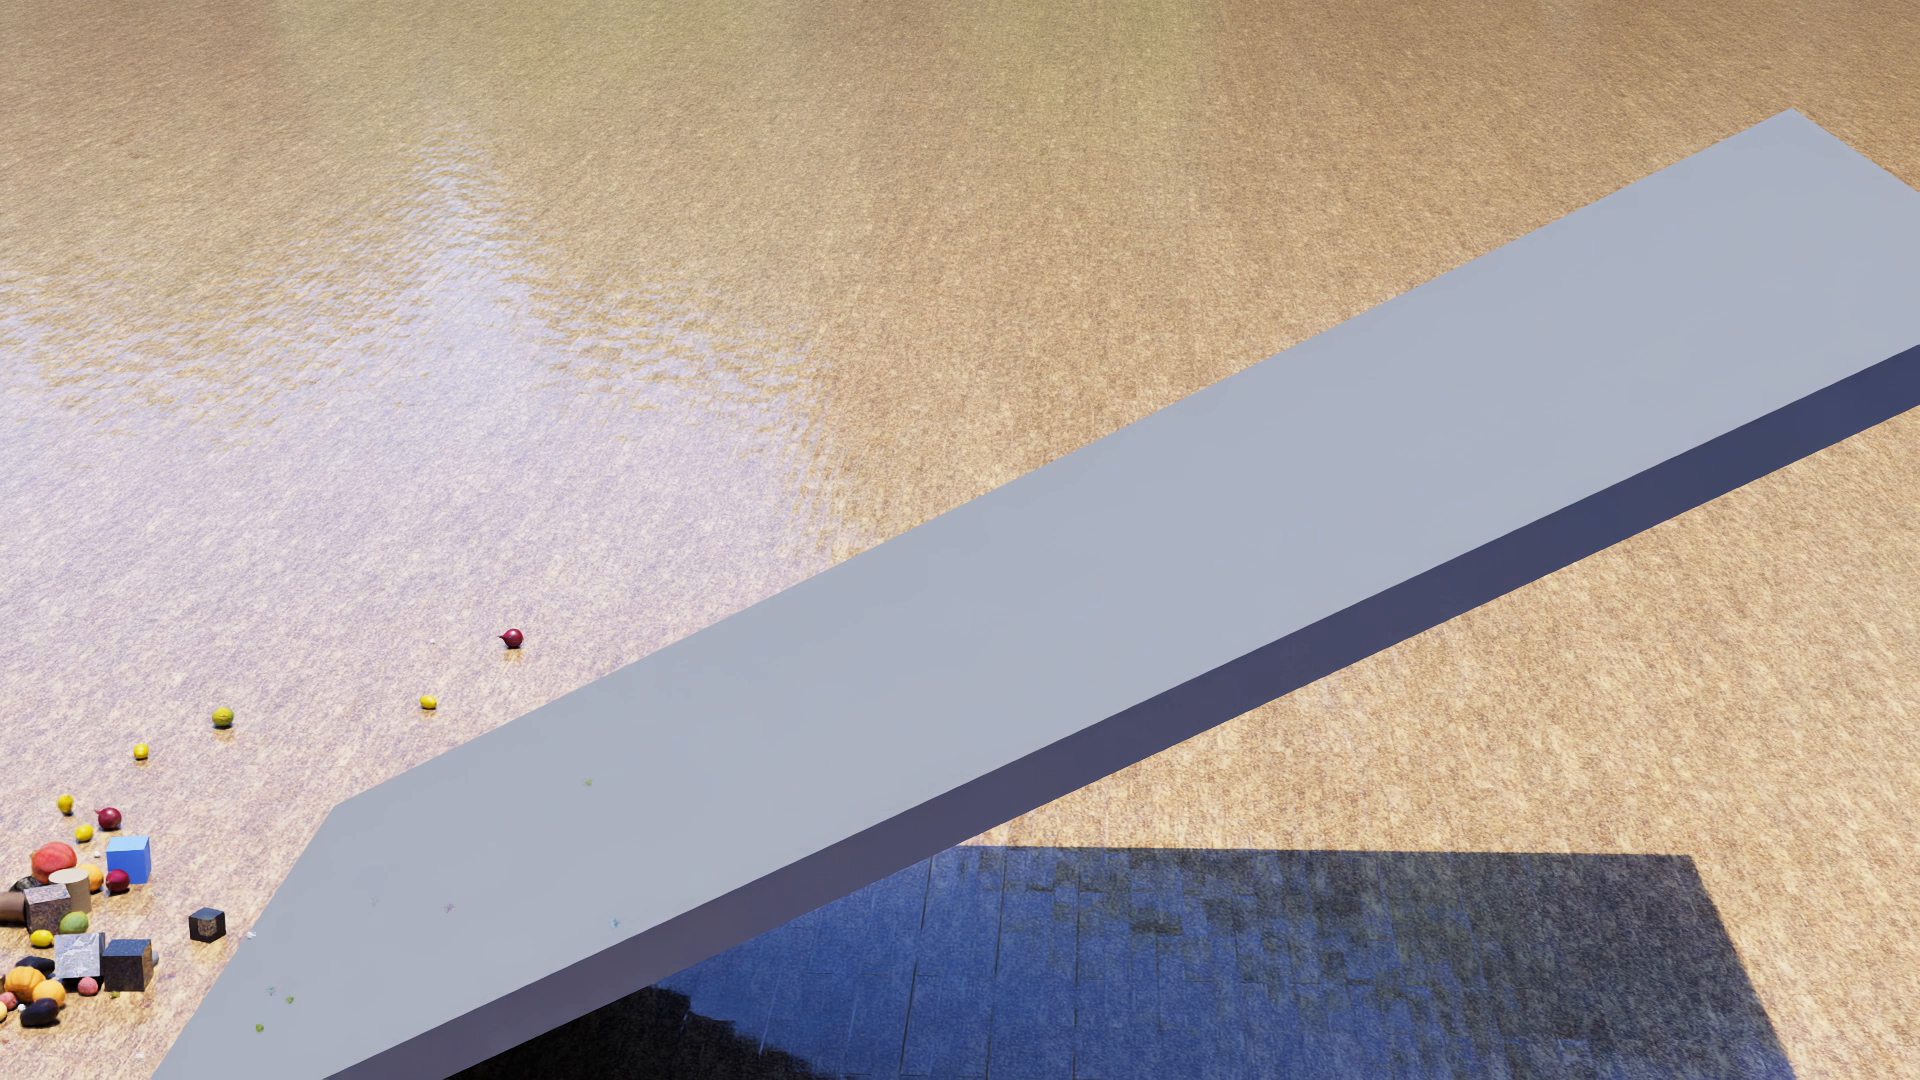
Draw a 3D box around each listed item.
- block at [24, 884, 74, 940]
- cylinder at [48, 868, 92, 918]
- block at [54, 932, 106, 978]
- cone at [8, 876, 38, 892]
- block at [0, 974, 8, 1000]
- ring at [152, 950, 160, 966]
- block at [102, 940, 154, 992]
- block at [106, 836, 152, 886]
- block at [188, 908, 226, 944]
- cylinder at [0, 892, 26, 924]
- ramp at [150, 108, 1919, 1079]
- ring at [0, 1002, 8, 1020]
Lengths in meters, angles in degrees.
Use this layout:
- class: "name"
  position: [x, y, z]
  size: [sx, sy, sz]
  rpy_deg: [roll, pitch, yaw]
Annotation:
- class: "block"
  position: [-2.181, 0.889, 7.038]
  size: [0.094, 0.094, 0.094]
  rpy_deg: [-8, 18, -24]
- class: "cylinder"
  position: [-2.161, 0.858, 7.143]
  size: [0.093, 0.093, 0.093]
  rpy_deg: [0, 17, 0]
- class: "block"
  position: [-2.022, 0.955, 6.762]
  size: [0.098, 0.098, 0.098]
  rpy_deg: [-2, -7, -8]
- class: "cone"
  position: [-2.253, 0.883, 7.147]
  size: [0.096, 0.096, 0.096]
  rpy_deg: [37, 32, 20]
- class: "block"
  position: [-2.202, 1.018, 6.687]
  size: [0.051, 0.051, 0.051]
  rpy_deg: [2, 17, 7]
- class: "ring"
  position: [-1.908, 0.978, 6.864]
  size: [0.075, 0.025, 0.075]
  rpy_deg: [1, 17, 0]
- class: "block"
  position: [-1.910, 0.977, 6.754]
  size: [0.090, 0.090, 0.090]
  rpy_deg: [0, 17, -1]
- class: "block"
  position: [-2.074, 0.800, 7.340]
  size: [0.091, 0.091, 0.091]
  rpy_deg: [-2, 17, -7]
- class: "block"
  position: [-1.792, 0.918, 7.004]
  size: [0.060, 0.060, 0.060]
  rpy_deg: [8, 18, 24]
- class: "cylinder"
  position: [-2.277, 0.886, 7.088]
  size: [0.073, 0.073, 0.073]
  rpy_deg: [2, 17, 6]
- class: "ramp"
  position: [0.139, 0.168, 6.281]
  size: [4.000, 0.100, 2.000]
  rpy_deg: [-25, 14, 10]
- class: "ring"
  position: [-2.185, 1.058, 6.584]
  size: [0.100, 0.033, 0.100]
  rpy_deg: [1, 16, 0]
